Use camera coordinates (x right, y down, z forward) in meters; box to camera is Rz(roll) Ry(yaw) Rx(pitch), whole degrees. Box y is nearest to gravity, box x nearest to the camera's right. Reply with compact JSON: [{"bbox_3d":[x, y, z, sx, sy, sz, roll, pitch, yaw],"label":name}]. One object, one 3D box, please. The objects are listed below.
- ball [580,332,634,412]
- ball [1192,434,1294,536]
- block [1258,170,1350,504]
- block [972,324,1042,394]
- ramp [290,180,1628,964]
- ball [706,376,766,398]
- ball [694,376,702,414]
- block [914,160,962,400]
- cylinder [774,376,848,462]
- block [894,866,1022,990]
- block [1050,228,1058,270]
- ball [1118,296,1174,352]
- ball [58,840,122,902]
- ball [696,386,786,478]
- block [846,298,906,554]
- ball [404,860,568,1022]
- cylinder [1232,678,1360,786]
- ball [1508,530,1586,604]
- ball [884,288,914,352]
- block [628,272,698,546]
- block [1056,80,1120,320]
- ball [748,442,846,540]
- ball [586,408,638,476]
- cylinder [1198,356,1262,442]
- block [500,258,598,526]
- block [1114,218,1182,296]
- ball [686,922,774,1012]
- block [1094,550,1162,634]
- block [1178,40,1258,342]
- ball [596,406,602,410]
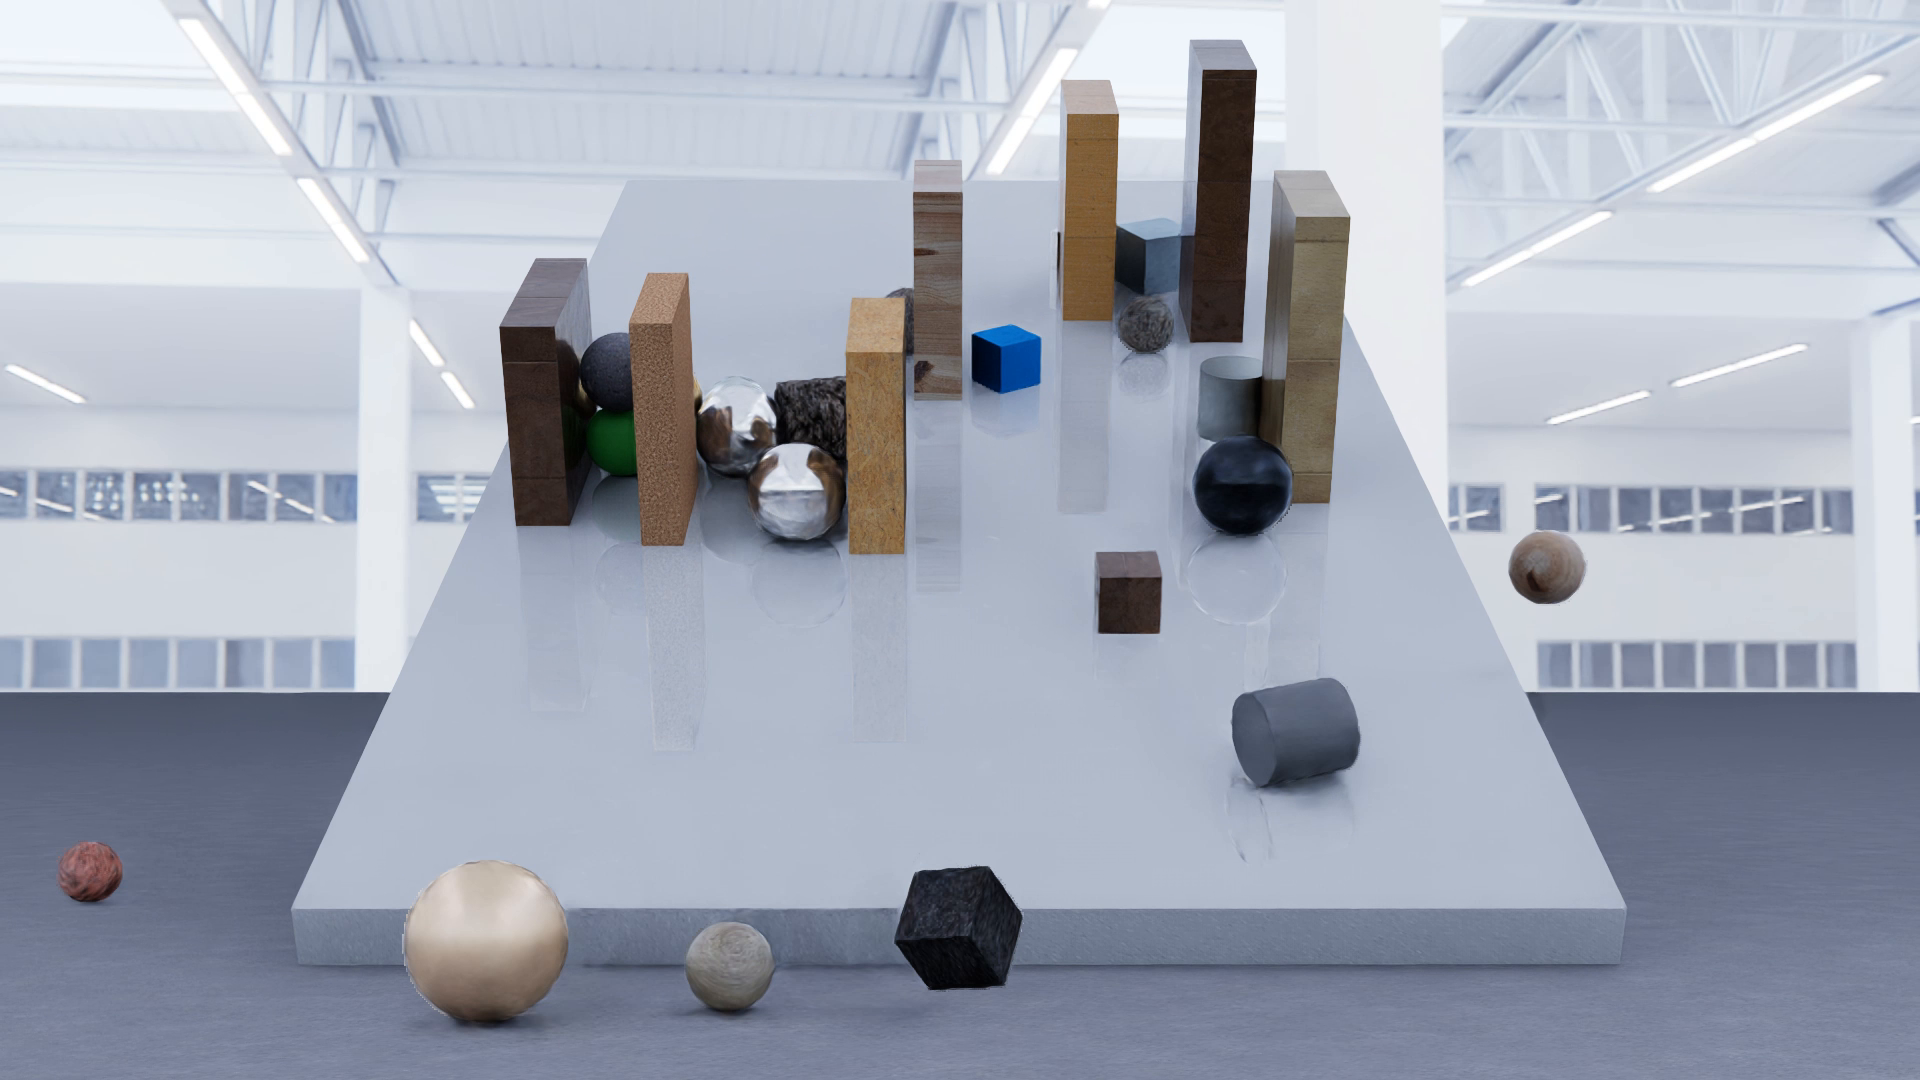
[{"bbox_3d":[-0.715,-0.352,4.898,0.168,0.168,0.168,0,-4,0],"label":"ball"},{"bbox_3d":[0.570,-0.111,4.709,0.203,0.203,0.203,0,-4,0],"label":"ball"},{"bbox_3d":[0.719,-0.430,4.909,0.109,0.619,0.345,0,24,0],"label":"block"},{"bbox_3d":[0.109,-0.428,5.509,0.117,0.117,0.117,-16,29,-32],"label":"block"},{"bbox_3d":[-0.008,-0.229,5.332,2.000,0.100,4.000,0,24,0],"label":"ramp"},{"bbox_3d":[-0.495,-0.292,5.173,0.144,0.144,0.144,0,-4,0],"label":"ball"},{"bbox_3d":[-0.668,-0.307,5.136,0.202,0.202,0.202,0,-4,0],"label":"ball"},{"bbox_3d":[-0.051,-0.608,5.443,0.111,0.498,0.272,0,24,0],"label":"block"},{"bbox_3d":[-0.293,-0.258,5.046,0.185,0.185,0.185,-6,-2,-13],"label":"cylinder"},{"bbox_3d":[-0.001,0.489,2.940,0.107,0.107,0.107,-9,-48,28],"label":"block"},{"bbox_3d":[0.319,-0.789,6.316,0.109,0.109,0.109,15,28,29],"label":"block"},{"bbox_3d":[0.456,-0.528,5.708,0.136,0.136,0.136,0,-4,0],"label":"ball"},{"bbox_3d":[-1.693,0.646,4.539,0.119,0.119,0.119,0,-4,0],"label":"ball"},{"bbox_3d":[-0.468,-0.230,4.963,0.197,0.197,0.197,0,-4,0],"label":"ball"},{"bbox_3d":[-0.166,-0.234,4.705,0.109,0.426,0.329,0,24,0],"label":"block"},{"bbox_3d":[-0.595,0.504,2.935,0.202,0.202,0.202,0,-4,0],"label":"ball"},{"bbox_3d":[0.549,0.313,3.826,0.154,0.154,0.154,-9,-1,-19],"label":"cylinder"},{"bbox_3d":[1.315,0.061,5.226,0.169,0.169,0.169,0,-4,0],"label":"ball"},{"bbox_3d":[-0.131,-0.538,5.705,0.156,0.156,0.156,0,-4,0],"label":"ball"},{"bbox_3d":[-0.597,-0.267,4.723,0.083,0.470,0.316,0,24,0],"label":"block"},{"bbox_3d":[0.325,-0.876,5.994,0.128,0.535,0.364,0,24,0],"label":"block"},{"bbox_3d":[-0.327,-0.097,4.679,0.198,0.198,0.198,0,-4,0],"label":"ball"},{"bbox_3d":[-0.719,-0.217,4.989,0.159,0.159,0.159,0,-4,0],"label":"ball"},{"bbox_3d":[0.611,-0.313,5.213,0.155,0.155,0.155,0,24,0],"label":"cylinder"},{"bbox_3d":[-0.853,-0.316,4.879,0.110,0.430,0.446,0,24,0],"label":"block"},{"bbox_3d":[0.516,-0.751,6.179,0.154,0.154,0.154,-12,27,-25],"label":"block"},{"bbox_3d":[-0.299,0.554,3.030,0.115,0.115,0.115,0,-4,0],"label":"ball"},{"bbox_3d":[0.313,0.097,4.355,0.115,0.115,0.115,0,24,-1],"label":"block"},{"bbox_3d":[0.637,-0.869,5.802,0.130,0.682,0.330,0,24,0],"label":"block"},{"bbox_3d":[-0.765,-0.335,5.276,0.137,0.137,0.137,0,-4,0],"label":"ball"}]
